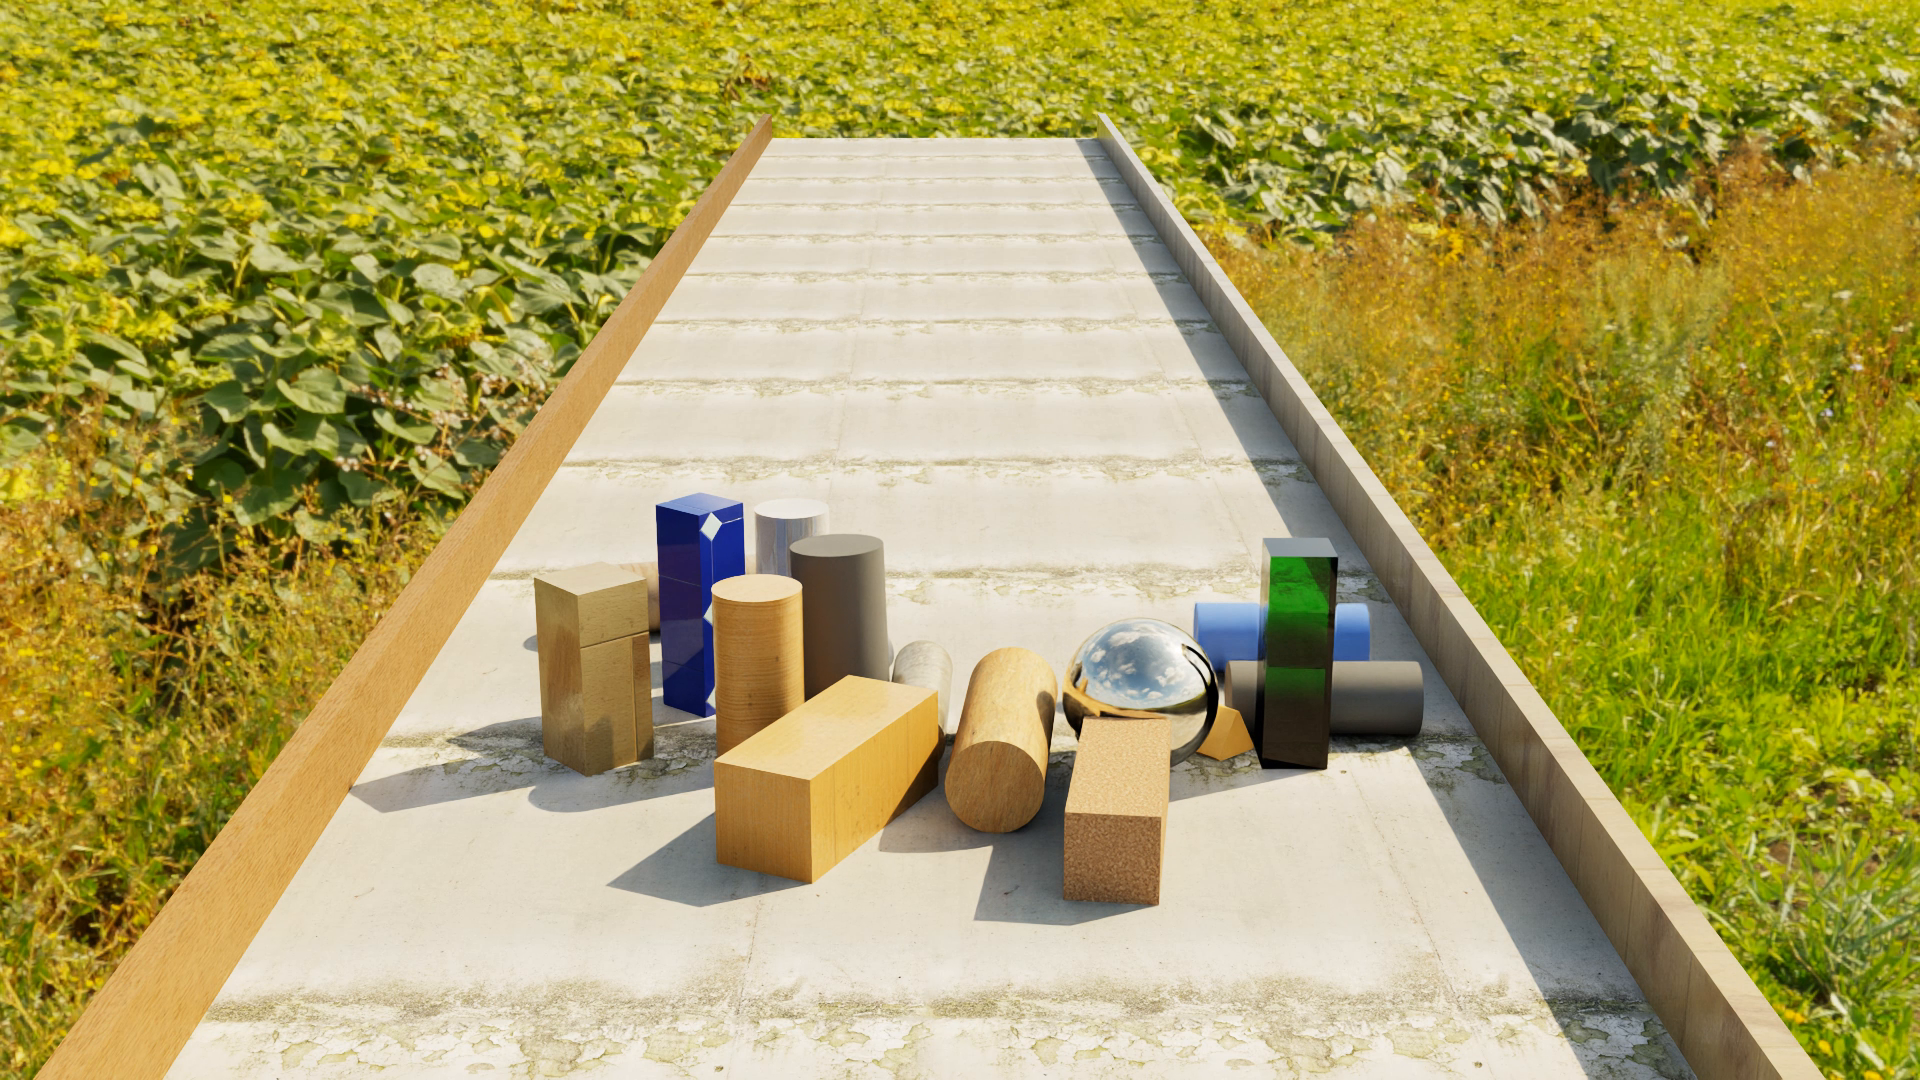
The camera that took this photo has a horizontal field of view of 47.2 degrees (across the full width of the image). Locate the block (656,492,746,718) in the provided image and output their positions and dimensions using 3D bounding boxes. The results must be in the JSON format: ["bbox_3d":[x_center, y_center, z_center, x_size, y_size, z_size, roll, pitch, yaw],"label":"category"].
[{"bbox_3d":[-0.483,0.121,4.129,0.115,0.394,0.115,13,21,37],"label":"block"}]

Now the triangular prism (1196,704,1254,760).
[{"bbox_3d":[0.364,0.303,4.058,0.094,0.081,0.388,-15,22,-40],"label":"triangular prism"}]

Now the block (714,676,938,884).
[{"bbox_3d":[-0.212,0.385,3.625,0.175,0.175,0.437,8,18,25],"label":"block"}]

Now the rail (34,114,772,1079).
[{"bbox_3d":[-1.118,-0.838,7.780,0.050,0.150,12.000,0,17,-1],"label":"rail"}]

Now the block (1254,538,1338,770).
[{"bbox_3d":[0.590,0.200,3.870,0.116,0.391,0.116,0,16,1],"label":"block"}]

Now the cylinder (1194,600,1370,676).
[{"bbox_3d":[0.631,0.194,4.334,0.332,0.137,0.137,-3,16,5],"label":"cylinder"}]

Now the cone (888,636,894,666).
[{"bbox_3d":[-0.277,0.262,4.244,0.117,0.117,0.311,15,33,41],"label":"cone"}]

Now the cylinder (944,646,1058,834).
[{"bbox_3d":[0.077,0.338,3.805,0.163,0.163,0.460,1,17,5],"label":"cylinder"}]

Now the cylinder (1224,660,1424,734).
[{"bbox_3d":[0.663,0.288,4.024,0.344,0.133,0.133,0,17,1],"label":"cylinder"}]

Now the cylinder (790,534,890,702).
[{"bbox_3d":[-0.220,0.167,4.075,0.172,0.326,0.172,-2,14,0],"label":"cylinder"}]

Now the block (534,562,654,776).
[{"bbox_3d":[-0.646,0.225,3.885,0.141,0.333,0.141,-14,22,-40],"label":"block"}]

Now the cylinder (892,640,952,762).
[{"bbox_3d":[-0.076,0.299,4.022,0.113,0.113,0.383,0,17,2],"label":"cylinder"}]

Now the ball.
[{"bbox_3d":[0.315,0.271,3.836,0.274,0.274,0.274,0,17,0],"label":"ball"}]

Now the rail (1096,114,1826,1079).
[{"bbox_3d":[0.932,-0.844,7.801,0.050,0.150,12.000,0,17,-1],"label":"rail"}]

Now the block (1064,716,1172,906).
[{"bbox_3d":[0.257,0.427,3.533,0.146,0.146,0.405,2,17,7],"label":"block"}]

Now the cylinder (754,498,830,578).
[{"bbox_3d":[-0.335,0.082,4.416,0.149,0.304,0.149,0,17,0],"label":"cylinder"}]

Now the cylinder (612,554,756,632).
[{"bbox_3d":[-0.571,0.113,4.592,0.383,0.146,0.146,-4,17,-14],"label":"cylinder"}]

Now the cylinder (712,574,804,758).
[{"bbox_3d":[-0.353,0.237,3.865,0.158,0.322,0.158,0,17,0],"label":"cylinder"}]
